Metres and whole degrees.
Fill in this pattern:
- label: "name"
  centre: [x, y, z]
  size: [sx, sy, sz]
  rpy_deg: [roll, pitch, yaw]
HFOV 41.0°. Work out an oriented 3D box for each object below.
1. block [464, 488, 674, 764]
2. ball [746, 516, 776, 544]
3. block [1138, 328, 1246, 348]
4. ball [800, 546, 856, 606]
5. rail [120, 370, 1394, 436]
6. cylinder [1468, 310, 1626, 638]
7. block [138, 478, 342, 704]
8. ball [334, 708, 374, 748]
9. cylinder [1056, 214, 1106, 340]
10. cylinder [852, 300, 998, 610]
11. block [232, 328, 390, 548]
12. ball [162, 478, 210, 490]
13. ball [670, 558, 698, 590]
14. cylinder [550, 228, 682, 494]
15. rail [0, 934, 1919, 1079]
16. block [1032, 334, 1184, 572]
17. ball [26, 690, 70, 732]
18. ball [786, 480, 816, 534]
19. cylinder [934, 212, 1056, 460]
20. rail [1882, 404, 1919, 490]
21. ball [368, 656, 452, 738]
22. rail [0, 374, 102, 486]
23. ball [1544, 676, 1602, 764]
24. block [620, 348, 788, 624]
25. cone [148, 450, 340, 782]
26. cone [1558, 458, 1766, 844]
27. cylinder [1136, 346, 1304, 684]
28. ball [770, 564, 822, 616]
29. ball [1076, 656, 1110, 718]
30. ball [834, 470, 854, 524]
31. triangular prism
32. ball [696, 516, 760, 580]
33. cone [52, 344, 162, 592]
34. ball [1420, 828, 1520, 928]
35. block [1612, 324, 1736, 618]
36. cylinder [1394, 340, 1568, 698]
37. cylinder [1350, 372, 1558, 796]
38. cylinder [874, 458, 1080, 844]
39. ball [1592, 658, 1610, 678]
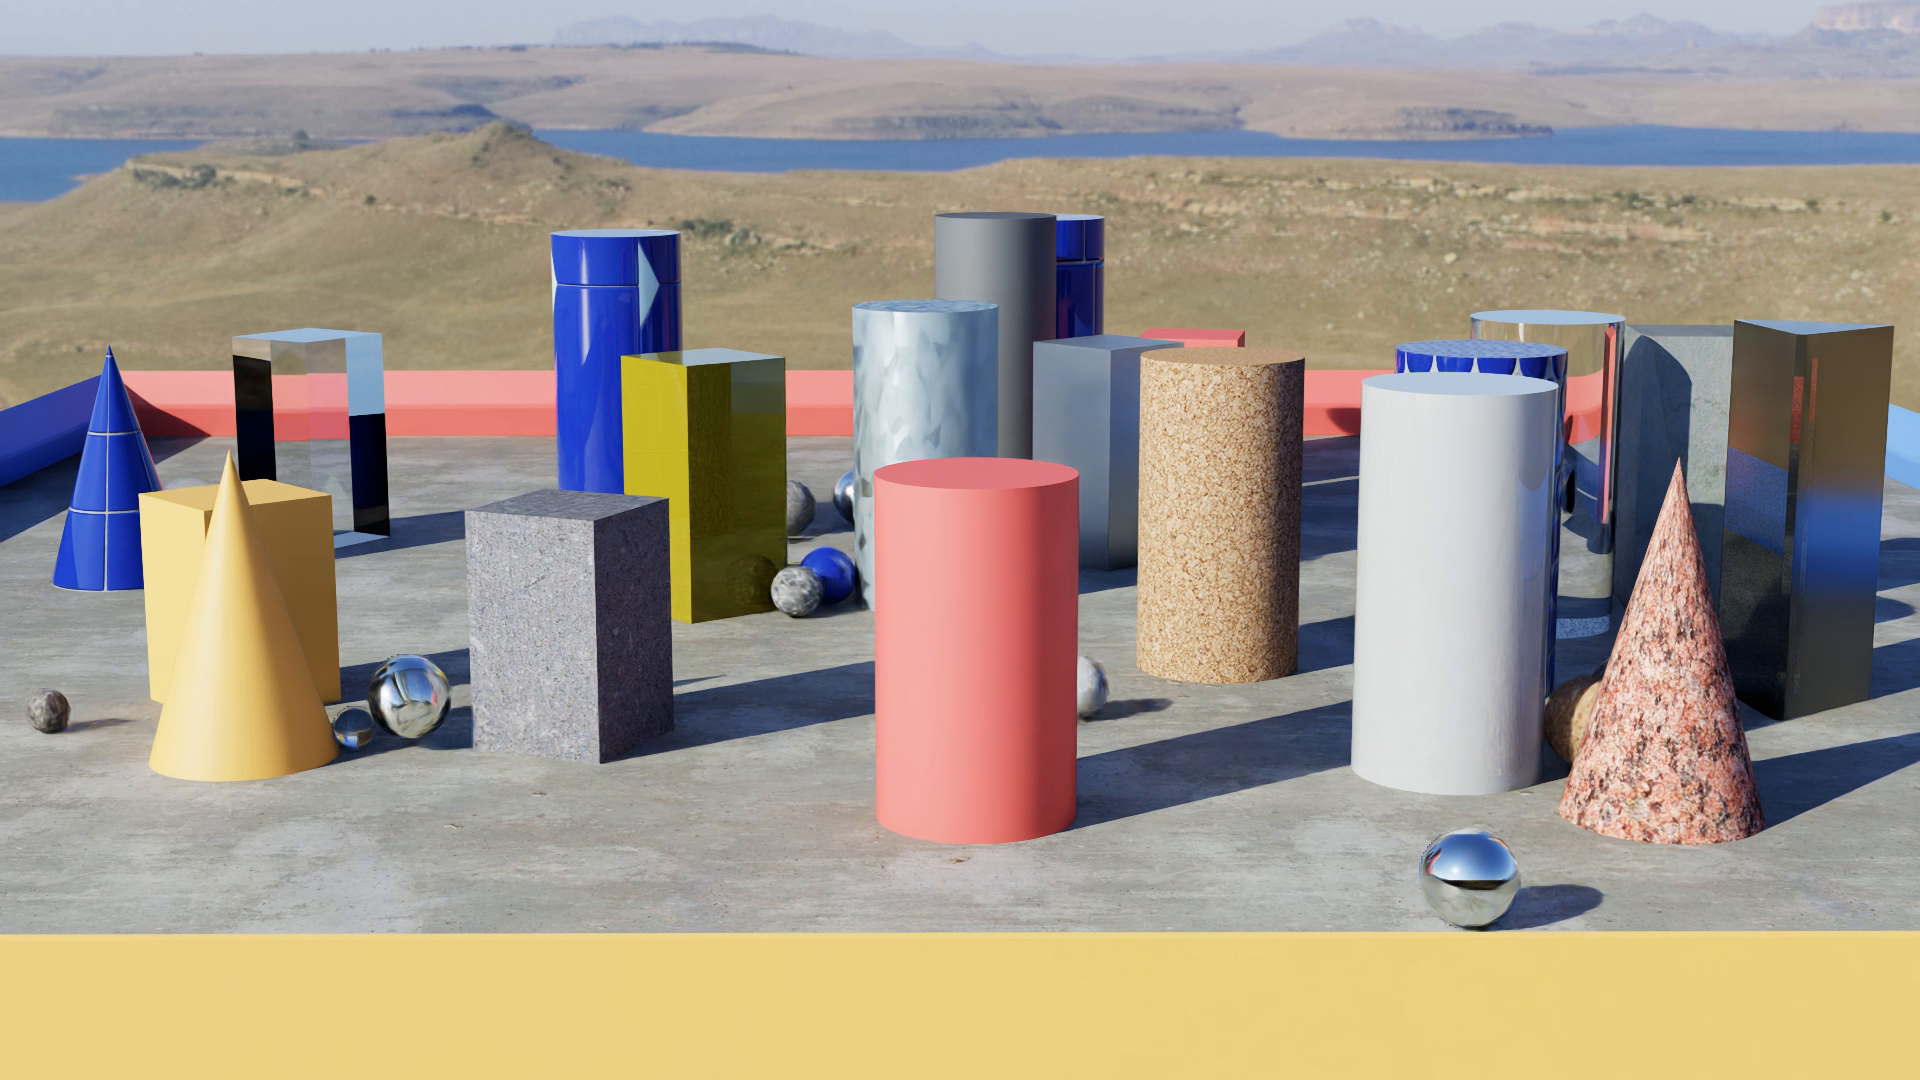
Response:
- label: "block"
  centre: [-0.421, 0.090, 2.784]
  size: [0.158, 0.261, 0.158]
  rpy_deg: [4, 11, 23]
- label: "ball"
  centre: [-0.304, -0.015, 3.942]
  size: [0.046, 0.046, 0.046]
  rpy_deg: [0, 10, 0]
- label: "block"
  centre: [0.374, -0.184, 4.156]
  size: [0.158, 0.300, 0.158]
  rpy_deg: [2, 11, 10]
- label: "ball"
  centre: [-0.182, 0.049, 3.499]
  size: [0.080, 0.080, 0.080]
  rpy_deg: [0, 10, 0]
- label: "rail"
  centre: [-0.010, -0.268, 5.075]
  size: [3.346, 0.128, 0.045]
  rpy_deg: [0, 10, 0]
- label: "cylinder"
  centre: [0.760, -0.090, 3.359]
  size: [0.197, 0.405, 0.197]
  rpy_deg: [0, 10, 0]
- label: "block"
  centre: [-0.830, 0.067, 2.960]
  size: [0.158, 0.242, 0.158]
  rpy_deg: [-10, 14, -42]
- label: "ball"
  centre: [-0.654, 0.203, 2.771]
  size: [0.043, 0.043, 0.043]
  rpy_deg: [0, 10, 0]
- label: "cylinder"
  centre: [0.152, -0.328, 4.475]
  size: [0.197, 0.467, 0.197]
  rpy_deg: [0, 10, 0]
- label: "cylinder"
  centre: [-0.047, -0.116, 3.498]
  size: [0.197, 0.406, 0.197]
  rpy_deg: [0, 10, 0]
- label: "block"
  centre: [-1.000, -0.158, 3.960]
  size: [0.158, 0.319, 0.158]
  rpy_deg: [7, 12, 32]
- label: "ball"
  centre: [-1.196, -0.048, 3.976]
  size: [0.098, 0.098, 0.098]
  rpy_deg: [0, 10, 0]
- label: "ball"
  centre: [-0.390, 0.048, 3.599]
  size: [0.047, 0.047, 0.047]
  rpy_deg: [0, 10, 0]
- label: "cylinder"
  centre: [-0.524, -0.235, 3.954]
  size: [0.197, 0.474, 0.197]
  rpy_deg: [0, 10, 0]
- label: "rail"
  centre: [0.010, 0.334, 1.822]
  size: [3.346, 0.128, 0.045]
  rpy_deg: [0, 10, 0]
- label: "block"
  centre: [0.220, -0.134, 3.817]
  size: [0.158, 0.324, 0.158]
  rpy_deg: [-10, 14, -42]
- label: "ball"
  centre: [-1.008, 0.189, 2.835]
  size: [0.047, 0.047, 0.047]
  rpy_deg: [0, 10, 0]
- label: "ball"
  centre: [-0.269, -0.051, 4.023]
  size: [0.086, 0.086, 0.086]
  rpy_deg: [0, 10, 0]
- label: "cylinder"
  centre: [0.058, -0.285, 4.190]
  size: [0.197, 0.486, 0.197]
  rpy_deg: [0, 10, 0]
- label: "rail"
  centre: [1.649, 0.031, 3.458]
  size: [0.045, 0.128, 3.356]
  rpy_deg: [0, 10, 0]
- label: "ball"
  centre: [-0.591, 0.169, 2.756]
  size: [0.089, 0.089, 0.089]
  rpy_deg: [0, 10, 0]
- label: "rail"
  centre: [-1.649, 0.035, 3.439]
  size: [0.045, 0.128, 3.356]
  rpy_deg: [0, 10, 0]
- label: "ball"
  centre: [0.660, 0.191, 2.688]
  size: [0.097, 0.097, 0.097]
  rpy_deg: [0, 10, 0]
- label: "block"
  centre: [-0.344, -0.077, 3.464]
  size: [0.158, 0.342, 0.158]
  rpy_deg: [-9, 14, -39]
- label: "cone"
  centre: [-0.763, 0.068, 2.709]
  size: [0.197, 0.331, 0.197]
  rpy_deg: [0, 10, 0]
- label: "cone"
  centre: [0.690, 0.095, 2.492]
  size: [0.197, 0.356, 0.197]
  rpy_deg: [0, 10, 0]
- label: "cylinder"
  centre: [0.316, -0.034, 3.122]
  size: [0.197, 0.382, 0.197]
  rpy_deg: [0, 10, 0]
- label: "ball"
  centre: [-0.218, 0.068, 3.427]
  size: [0.069, 0.069, 0.069]
  rpy_deg: [0, 10, 0]
- label: "ball"
  centre: [0.133, 0.166, 2.892]
  size: [0.072, 0.072, 0.072]
  rpy_deg: [0, 10, 0]
- label: "ball"
  centre: [-0.157, -0.070, 4.109]
  size: [0.091, 0.091, 0.091]
  rpy_deg: [0, 10, 0]
- label: "triangular prism"
  centre: [0.945, -0.031, 2.956]
  size: [0.171, 0.435, 0.148]
  rpy_deg: [-8, 13, -36]
- label: "ball"
  centre: [-0.331, 0.012, 3.667]
  size: [0.093, 0.093, 0.093]
  rpy_deg: [0, 10, 0]
- label: "cone"
  centre: [-1.203, -0.111, 3.658]
  size: [0.197, 0.338, 0.197]
  rpy_deg: [0, 10, 0]
- label: "ball"
  centre: [0.436, 0.289, 2.193]
  size: [0.084, 0.084, 0.084]
  rpy_deg: [0, 10, 0]
- label: "block"
  centre: [0.984, -0.096, 3.469]
  size: [0.158, 0.376, 0.158]
  rpy_deg: [1, 11, 5]
- label: "cylinder"
  centre: [0.605, -0.025, 3.015]
  size: [0.197, 0.402, 0.197]
  rpy_deg: [0, 10, 0]
- label: "cylinder"
  centre: [0.509, 0.040, 2.652]
  size: [0.197, 0.406, 0.197]
  rpy_deg: [0, 10, 0]
- label: "cylinder"
  centre: [0.016, 0.103, 2.495]
  size: [0.197, 0.340, 0.197]
  rpy_deg: [0, 10, 0]
- label: "ball"
  centre: [0.740, 0.168, 2.862]
  size: [0.078, 0.078, 0.078]
  rpy_deg: [0, 10, 0]
